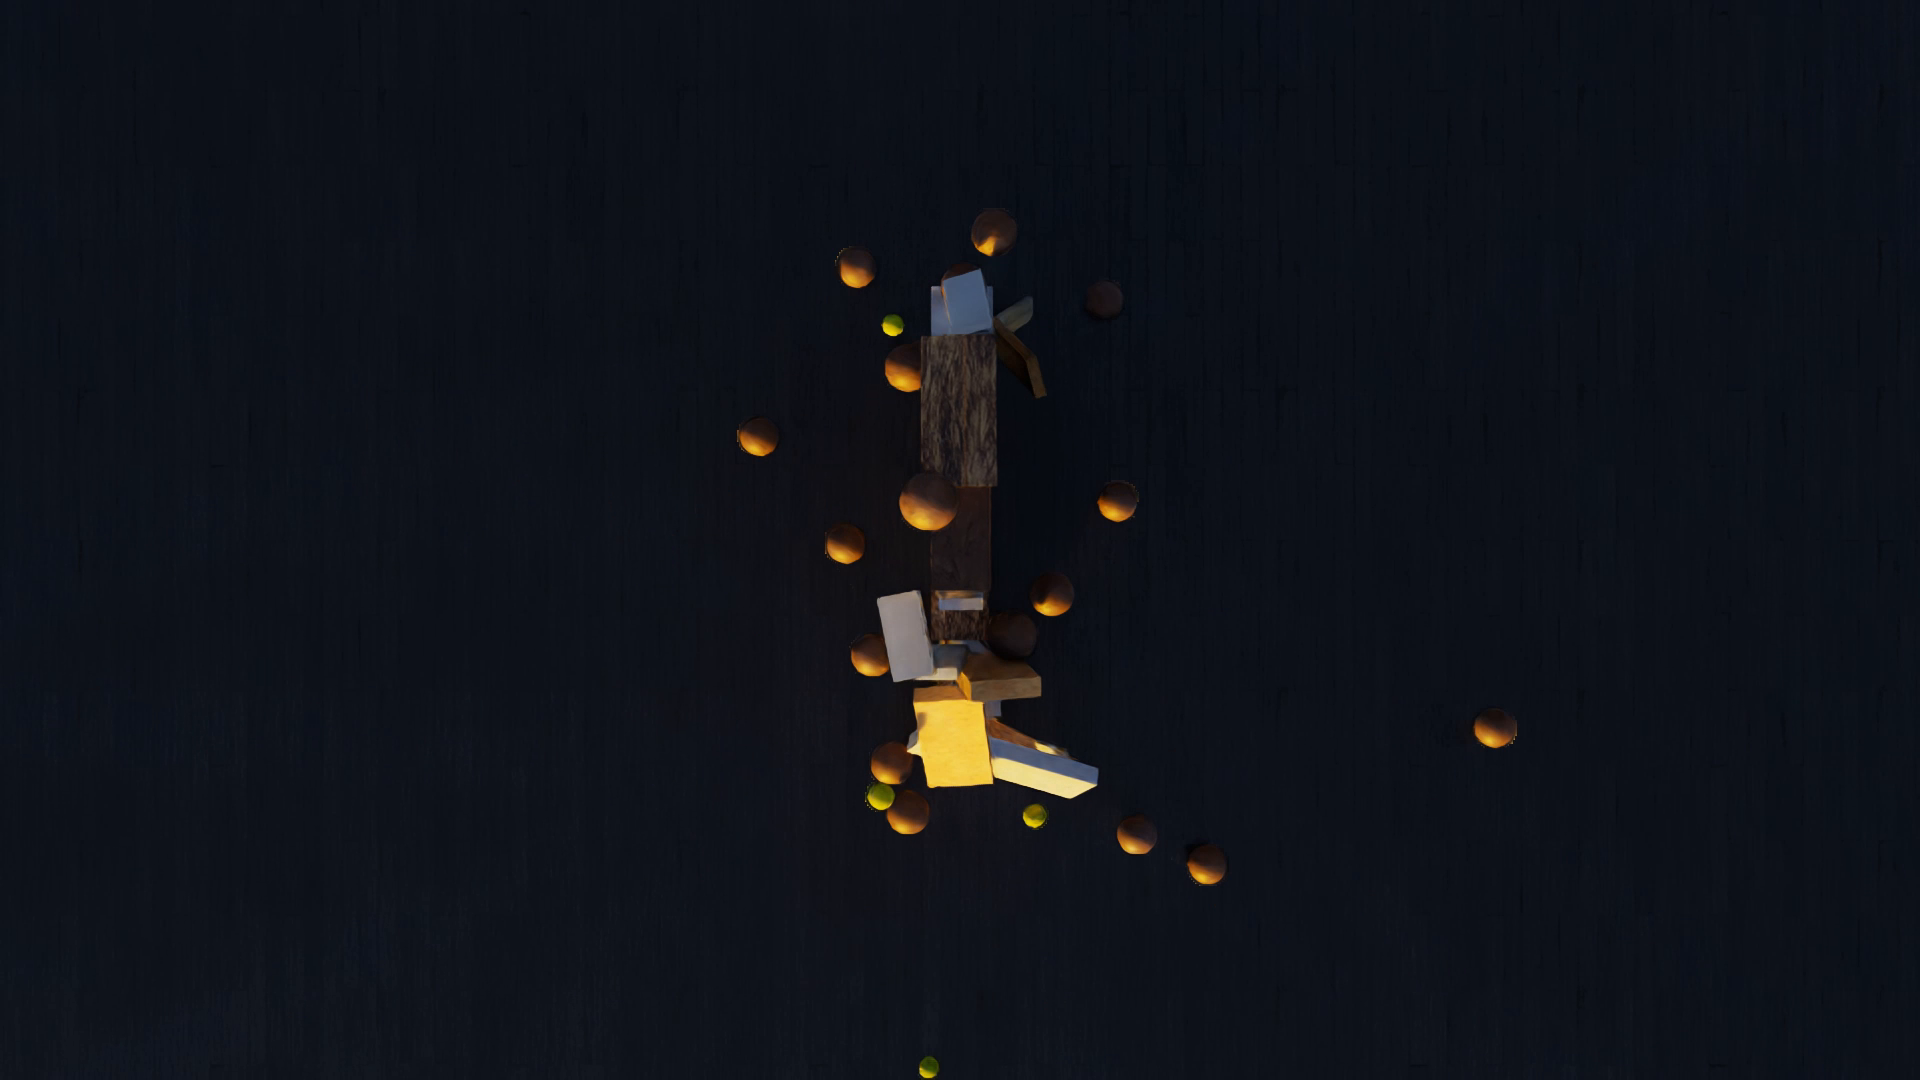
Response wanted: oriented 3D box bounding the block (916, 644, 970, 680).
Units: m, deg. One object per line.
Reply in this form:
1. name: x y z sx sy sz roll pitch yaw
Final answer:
1. block: -0.042 0.306 4.137 0.105 0.210 0.030 -1 102 9

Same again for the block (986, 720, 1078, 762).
1. block: 0.164 0.590 4.822 0.446 0.017 0.061 21 89 42

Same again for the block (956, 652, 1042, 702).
1. block: 0.086 0.344 4.187 0.175 0.349 0.049 -3 97 -9

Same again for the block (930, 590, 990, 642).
1. block: 0.002 0.111 4.252 0.147 0.042 0.294 2 90 0

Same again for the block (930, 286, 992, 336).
1. block: 0.002 -0.553 4.775 0.178 0.050 0.356 1 91 0

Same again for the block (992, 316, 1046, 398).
1. block: 0.139 -0.469 4.182 0.028 0.534 0.098 -17 110 -4

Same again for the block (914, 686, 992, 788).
1. block: -0.015 0.518 4.330 0.175 0.049 0.349 -3 133 4

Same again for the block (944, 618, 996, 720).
1. block: 0.028 0.367 4.673 0.142 0.040 0.284 -1 89 -3

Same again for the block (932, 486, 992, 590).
1. block: 0.003 -0.020 3.750 0.134 0.038 0.268 0 89 0

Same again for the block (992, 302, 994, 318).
1. block: 0.005 -0.673 5.150 0.178 0.699 0.050 1 90 -1

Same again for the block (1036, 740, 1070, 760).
1. block: 0.266 0.608 4.668 0.017 0.122 0.061 -31 115 -30

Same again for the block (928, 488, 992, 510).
1. block: -0.001 -0.248 4.388 0.169 0.048 0.338 0 90 0

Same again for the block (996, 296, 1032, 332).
1. block: 0.135 -0.611 4.610 0.019 0.306 0.067 12 116 22

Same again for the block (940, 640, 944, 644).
1. block: 0.019 0.305 4.908 0.142 0.427 0.040 -1 81 -3

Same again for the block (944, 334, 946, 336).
1. block: 0.005 -0.381 4.103 0.121 0.034 0.242 7 90 0

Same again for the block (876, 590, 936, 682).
1. block: -0.130 0.234 4.025 0.105 0.030 0.210 -11 89 14

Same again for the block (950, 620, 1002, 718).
1. block: 0.040 0.345 4.382 0.126 0.036 0.253 -3 89 -4

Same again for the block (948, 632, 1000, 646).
1. block: 0.036 0.267 4.527 0.126 0.253 0.036 0 89 -4

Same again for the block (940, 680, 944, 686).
1. block: 0.015 0.515 5.000 0.155 0.044 0.310 1 90 -2

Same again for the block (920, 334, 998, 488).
1. block: -0.002 -0.286 3.678 0.168 0.048 0.336 -1 90 0

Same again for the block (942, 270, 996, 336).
1. block: 0.021 -0.560 3.966 0.098 0.028 0.196 -16 53 10

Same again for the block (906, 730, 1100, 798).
1. block: 0.118 0.603 4.520 0.499 0.175 0.049 18 64 -15

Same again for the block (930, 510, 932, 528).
1. block: -0.001 -0.201 4.796 0.169 0.048 0.338 0 90 0

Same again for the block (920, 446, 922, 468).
1. block: -0.004 -0.194 3.871 0.168 0.336 0.048 0 93 0

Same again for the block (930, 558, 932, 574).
1. block: 0.001 0.051 4.000 0.134 0.461 0.038 0 92 0

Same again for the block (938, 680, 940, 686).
1. block: 0.010 0.441 5.179 0.155 0.310 0.044 1 79 -2

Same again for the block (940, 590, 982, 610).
1. block: 0.002 0.141 4.124 0.105 0.210 0.030 0 98 -1
